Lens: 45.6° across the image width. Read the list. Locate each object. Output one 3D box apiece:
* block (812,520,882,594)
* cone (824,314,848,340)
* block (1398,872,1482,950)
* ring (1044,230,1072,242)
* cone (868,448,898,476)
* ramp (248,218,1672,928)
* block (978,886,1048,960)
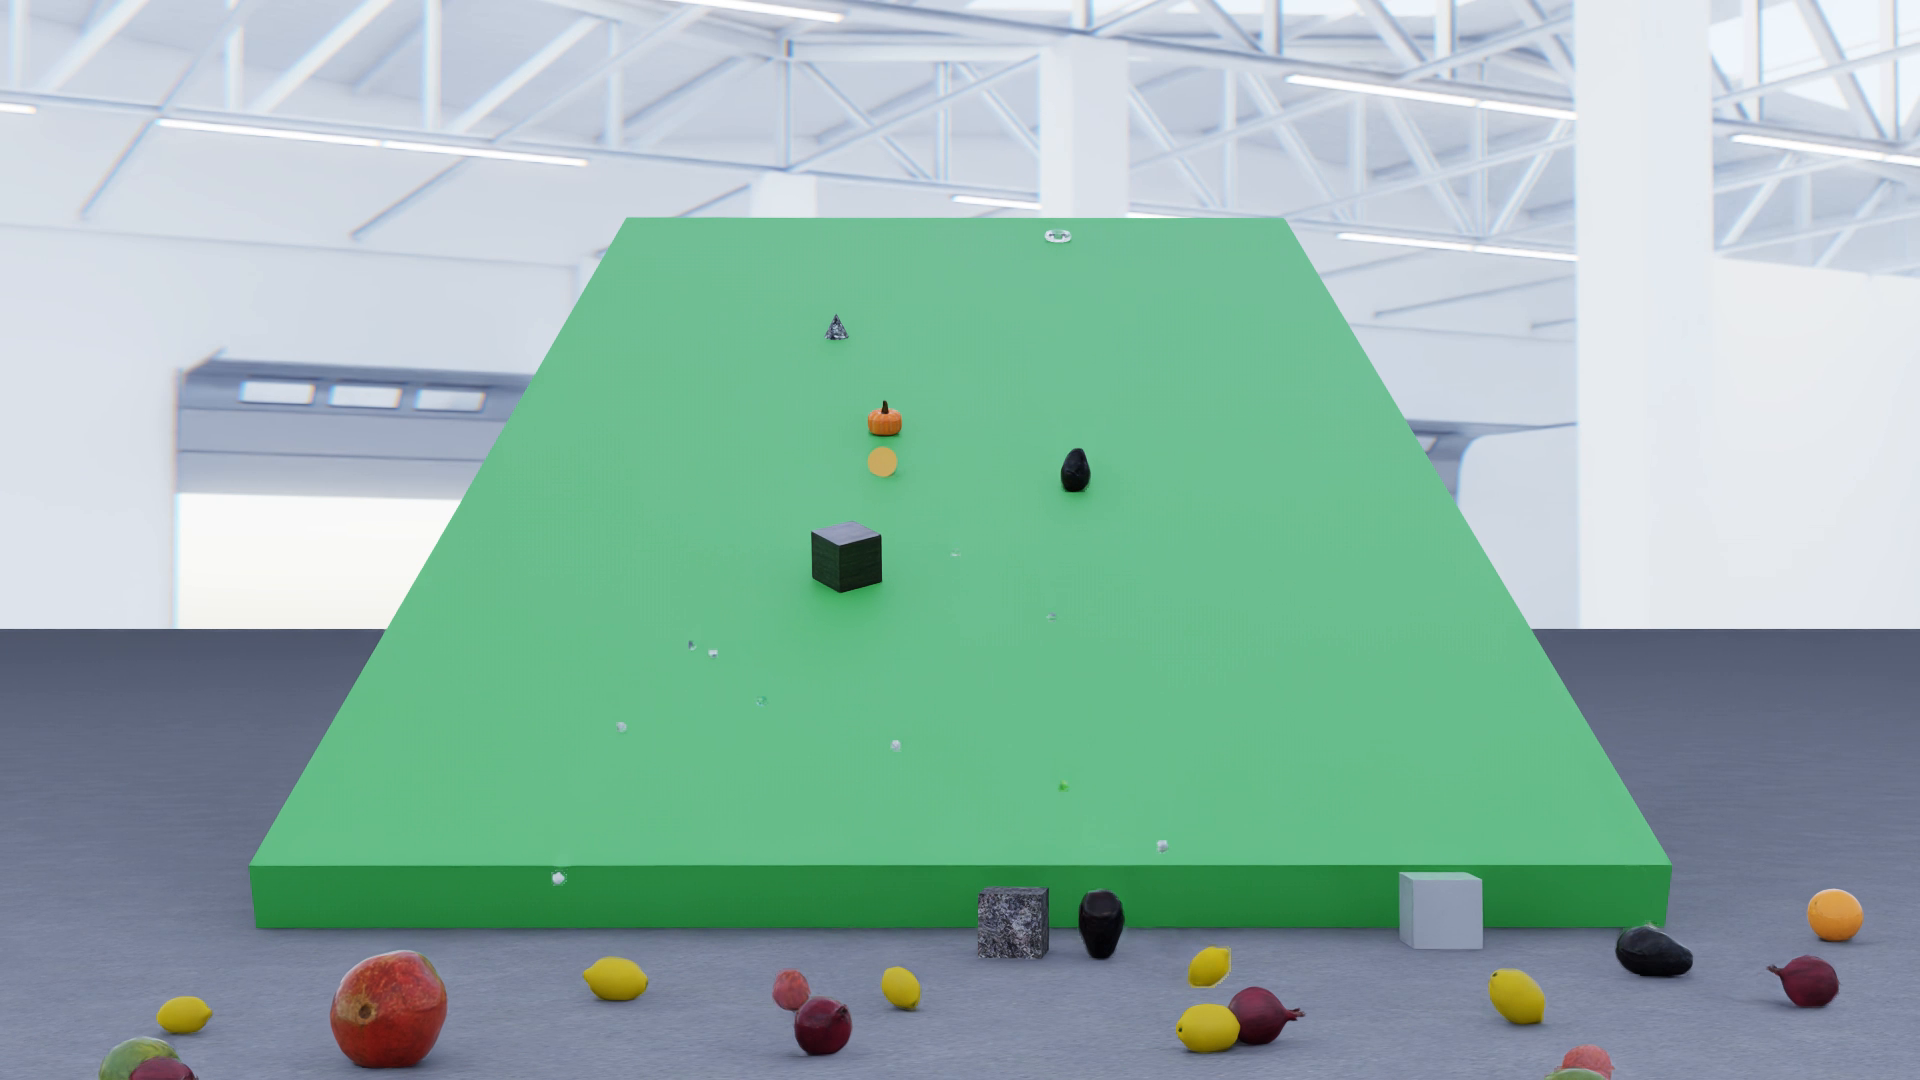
[{"bbox_3d":[-0.208,0.030,4.183,0.093,0.093,0.093,-15,26,-34],"label":"block"},{"bbox_3d":[-0.309,-0.538,5.702,0.061,0.061,0.061,0,21,0],"label":"cone"},{"bbox_3d":[0.647,0.498,3.072,0.092,0.092,0.092,0,-2,-1],"label":"block"},{"bbox_3d":[0.286,-0.887,6.662,0.078,0.026,0.078,1,21,0],"label":"ring"},{"bbox_3d":[-0.156,-0.159,4.764,0.063,0.063,0.063,0,-6,9],"label":"cone"},{"bbox_3d":[-0.006,-0.215,5.090,2.000,0.100,4.000,0,21,0],"label":"ramp"},{"bbox_3d":[0.070,0.500,2.984,0.082,0.082,0.082,0,-2,9],"label":"block"}]
